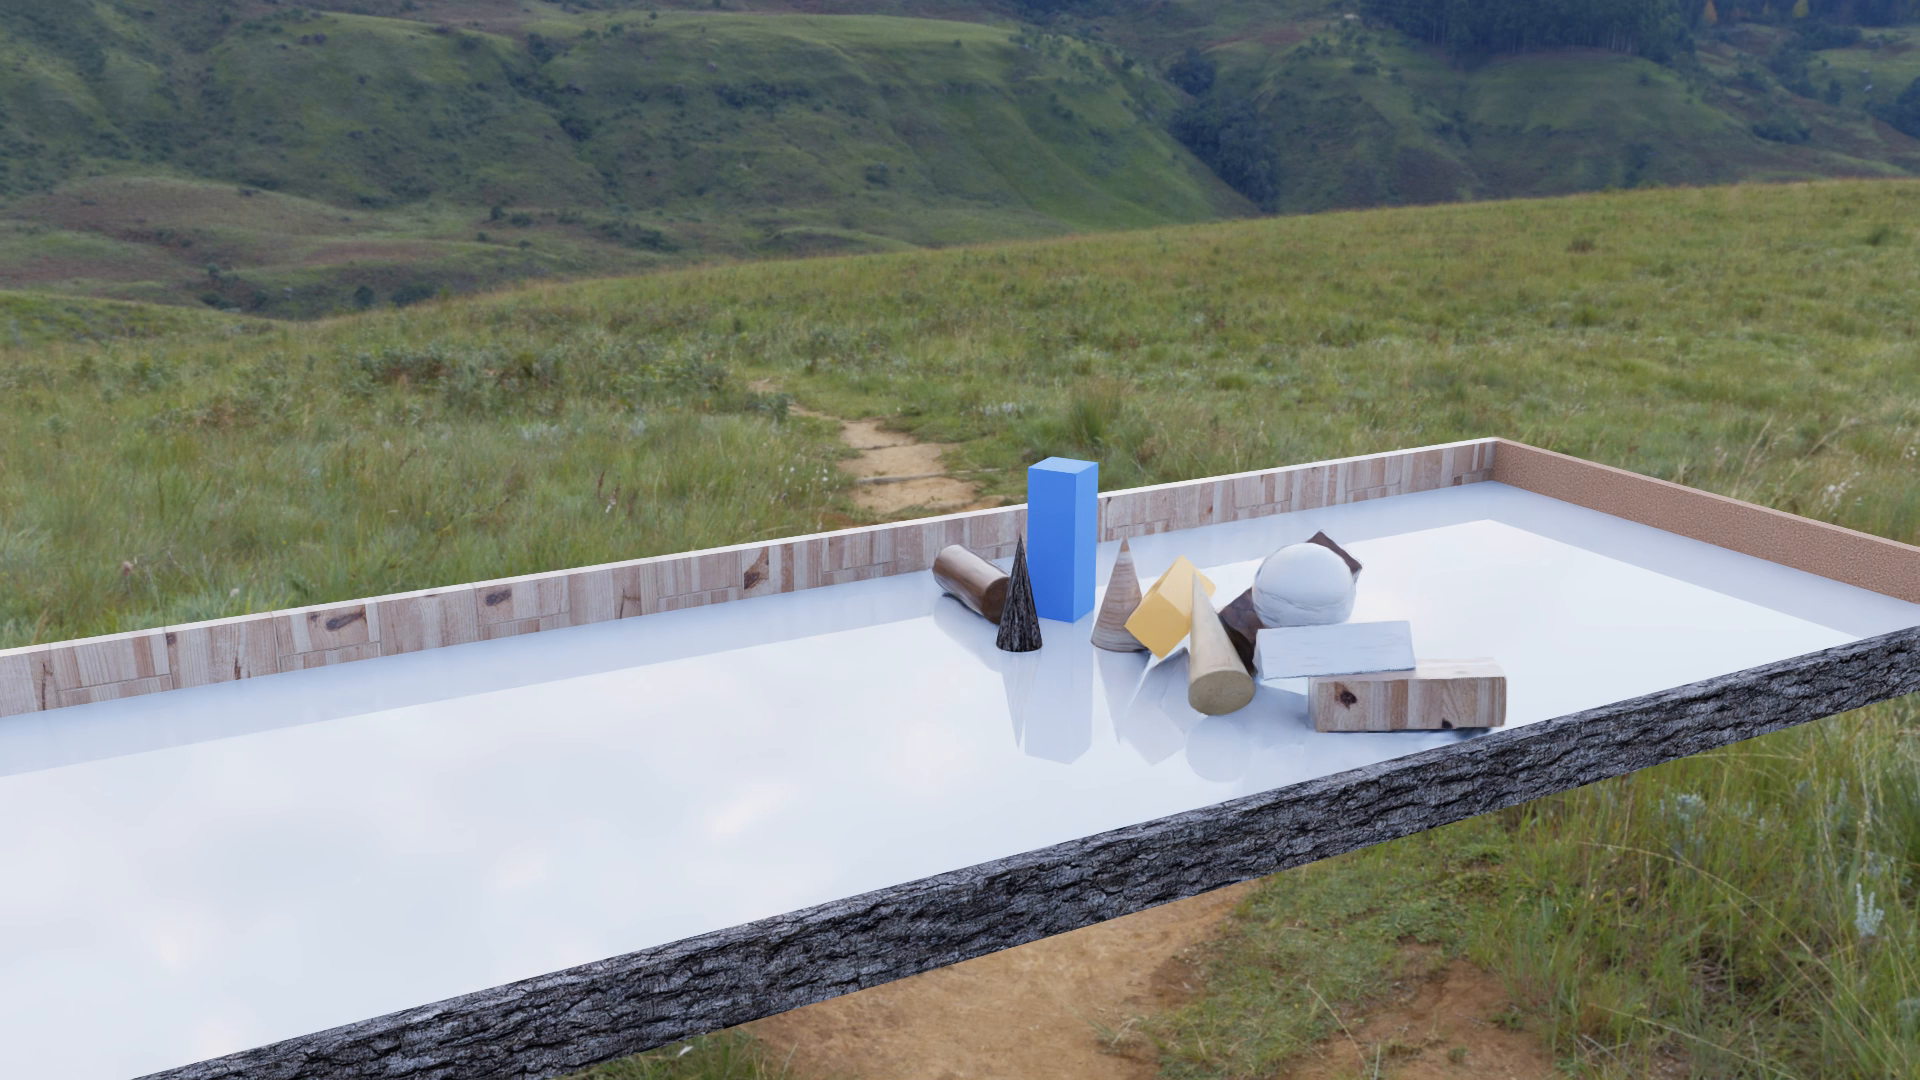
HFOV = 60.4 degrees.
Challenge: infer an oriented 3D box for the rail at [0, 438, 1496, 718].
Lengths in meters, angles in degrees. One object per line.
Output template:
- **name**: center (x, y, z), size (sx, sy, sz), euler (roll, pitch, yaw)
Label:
- **rail**: center (-3.305, 0.497, 3.399), size (12.000, 0.150, 0.050), euler (-9, 18, -27)

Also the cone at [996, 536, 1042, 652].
- **cone**: center (0.158, 0.129, 4.364), size (0.126, 0.312, 0.126), euler (0, 16, 0)

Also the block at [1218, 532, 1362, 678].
- **block**: center (0.828, 0.165, 4.199), size (0.389, 0.145, 0.145), euler (-35, 64, -24)

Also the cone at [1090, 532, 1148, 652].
- **cone**: center (0.435, 0.125, 4.385), size (0.174, 0.305, 0.174), euler (0, 16, 0)

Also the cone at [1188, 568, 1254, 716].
- **cone**: center (0.602, 0.215, 4.030), size (0.159, 0.159, 0.424), euler (-1, 43, -4)

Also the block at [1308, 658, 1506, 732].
- **block**: center (1.042, 0.362, 3.862), size (0.430, 0.124, 0.124), euler (-2, 16, 4)

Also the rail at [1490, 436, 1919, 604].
- **rail**: center (2.466, -0.048, 5.253), size (0.050, 0.150, 2.100), euler (-9, 18, -27)

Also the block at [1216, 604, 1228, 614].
- **block**: center (0.804, 0.216, 4.438), size (0.102, 0.102, 0.453), euler (15, 22, 42)

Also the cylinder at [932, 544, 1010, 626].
- **cylinder**: center (0.054, 0.125, 4.684), size (0.139, 0.139, 0.341), euler (-7, 18, -23)

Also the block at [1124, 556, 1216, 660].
- **block**: center (0.551, 0.171, 4.283), size (0.128, 0.128, 0.387), euler (43, 21, 3)

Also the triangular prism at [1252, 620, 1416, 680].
- **triangular prism**: center (0.878, 0.247, 3.876), size (0.357, 0.102, 0.118), euler (-4, 16, -2)

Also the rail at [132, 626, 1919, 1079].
- **rail**: center (-2.336, 1.006, 1.665), size (12.000, 0.150, 0.050), euler (-9, 18, -27)

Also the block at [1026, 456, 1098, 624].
- **block**: center (0.285, -0.002, 4.604), size (0.145, 0.427, 0.145), euler (9, 19, 28)

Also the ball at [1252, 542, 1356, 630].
- **ball**: center (0.831, 0.128, 3.986), size (0.247, 0.247, 0.247), euler (0, 16, 0)
